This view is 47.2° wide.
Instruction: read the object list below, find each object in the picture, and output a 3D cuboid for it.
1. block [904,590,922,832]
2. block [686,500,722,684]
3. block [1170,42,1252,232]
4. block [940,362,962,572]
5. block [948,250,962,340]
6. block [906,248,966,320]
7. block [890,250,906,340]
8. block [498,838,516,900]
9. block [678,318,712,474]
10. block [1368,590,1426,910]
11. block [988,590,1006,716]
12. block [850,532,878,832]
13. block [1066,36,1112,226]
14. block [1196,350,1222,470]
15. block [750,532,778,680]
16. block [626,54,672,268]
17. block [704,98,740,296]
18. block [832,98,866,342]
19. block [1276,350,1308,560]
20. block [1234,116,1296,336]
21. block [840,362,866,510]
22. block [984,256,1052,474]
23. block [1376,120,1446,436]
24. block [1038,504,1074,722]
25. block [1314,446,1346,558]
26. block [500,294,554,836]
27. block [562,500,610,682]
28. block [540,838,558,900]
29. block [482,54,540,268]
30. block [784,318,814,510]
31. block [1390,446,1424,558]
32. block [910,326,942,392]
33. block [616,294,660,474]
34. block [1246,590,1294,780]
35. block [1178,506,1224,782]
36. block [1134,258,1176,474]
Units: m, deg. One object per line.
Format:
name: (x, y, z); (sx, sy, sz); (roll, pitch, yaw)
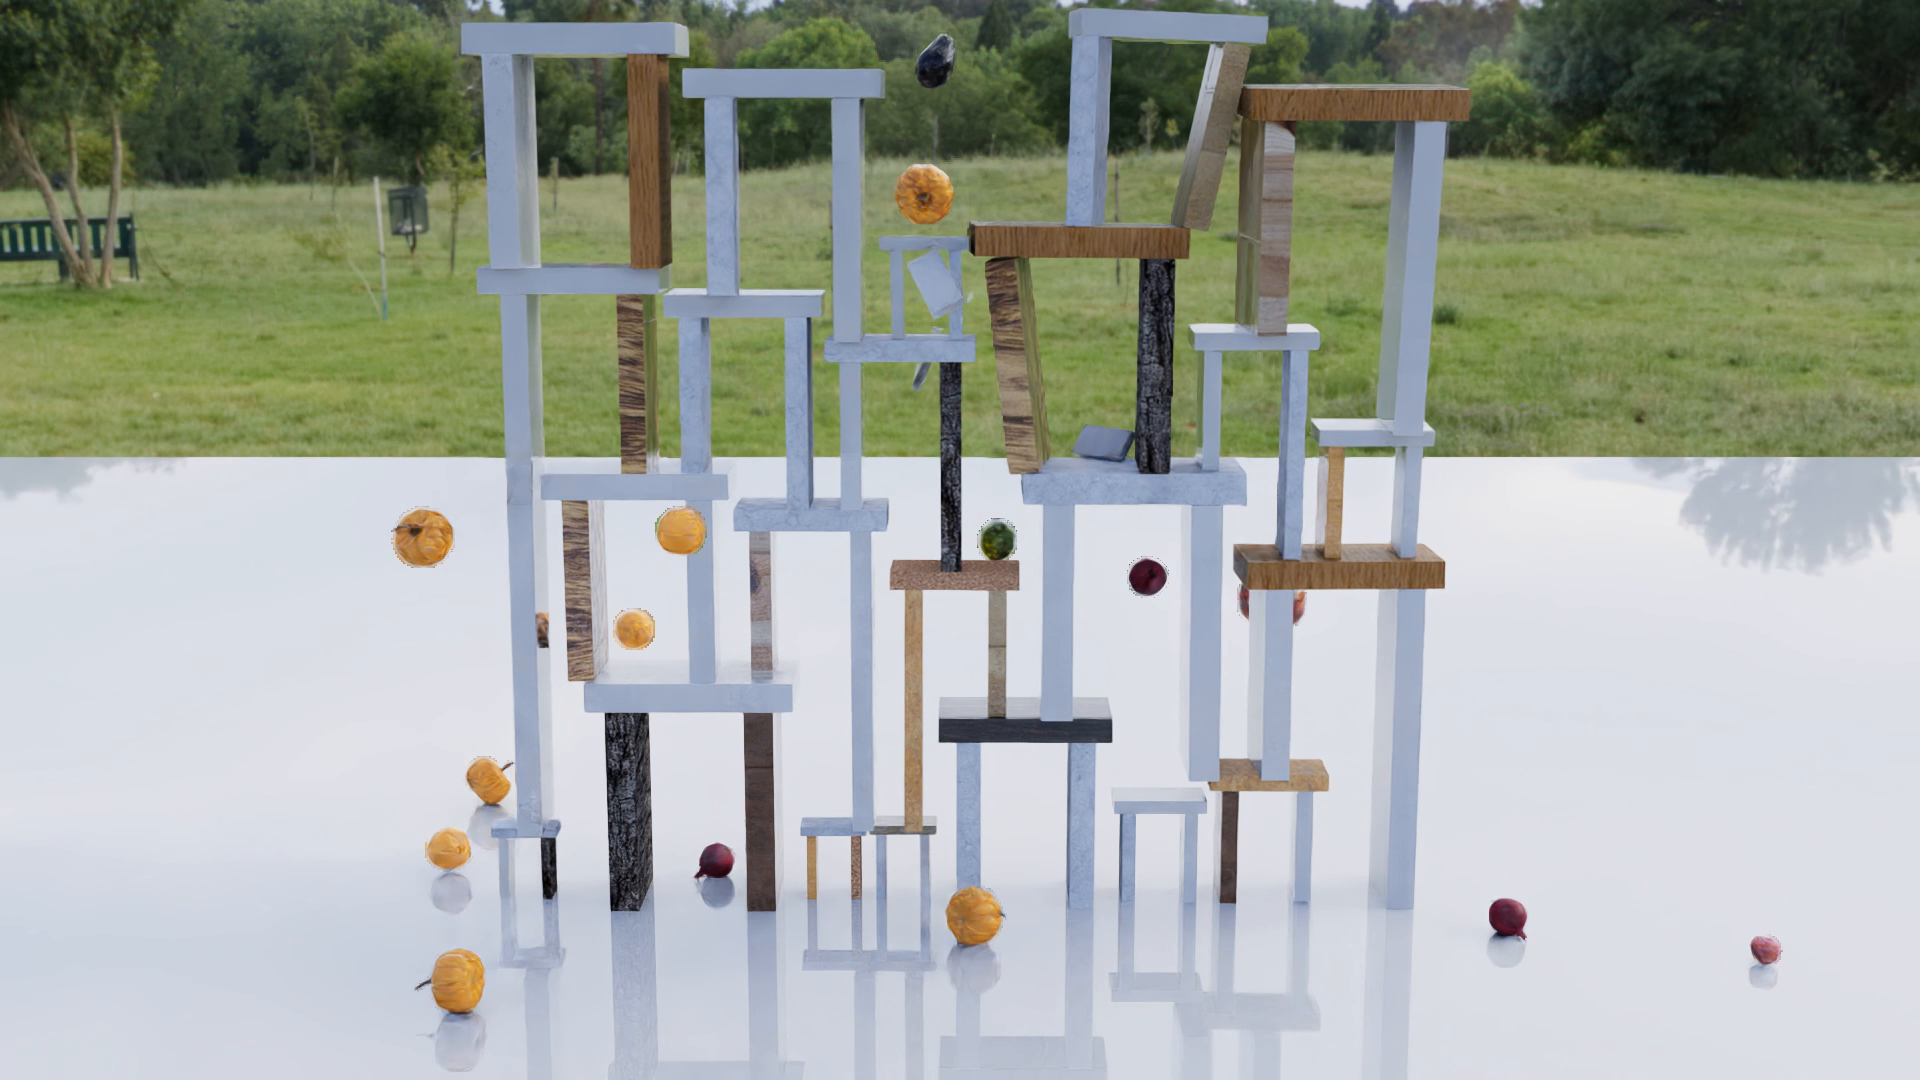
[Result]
block: (-0.076, 0.268, 3.606); (0.029, 0.402, 0.104); (0, 11, -1)
block: (-0.416, 0.070, 3.570); (0.042, 0.296, 0.148); (0, 11, -3)
block: (0.394, -0.636, 3.475); (0.041, 0.288, 0.144); (12, 10, -5)
block: (-0.014, -0.125, 3.538); (0.033, 0.336, 0.118); (0, 11, 0)
block: (-0.007, -0.390, 3.481); (0.020, 0.139, 0.070); (-1, 11, 0)
block: (-0.037, -0.388, 3.330); (0.053, 0.106, 0.015); (-28, -31, 4)
block: (-0.098, -0.390, 3.481); (0.020, 0.140, 0.070); (-1, 11, 1)
block: (-0.754, 0.538, 3.659); (0.015, 0.106, 0.053); (1, 11, 0)
block: (-0.423, -0.238, 3.513); (0.035, 0.246, 0.123); (0, 11, 0)
block: (0.719, 0.326, 3.624); (0.045, 0.535, 0.158); (0, 11, 0)
block: (0.061, 0.173, 3.586); (0.029, 0.208, 0.104); (0, 11, 1)
block: (-0.158, 0.220, 3.608); (0.034, 0.498, 0.122); (0, 11, 0)
block: (0.203, -0.641, 3.455); (0.041, 0.288, 0.144); (4, 11, 11)
block: (0.397, -0.216, 3.509); (0.028, 0.194, 0.097); (0, 14, 0)
block: (-0.319, 0.095, 3.583); (0.034, 0.243, 0.121); (0, 11, 0)
block: (-0.485, -0.592, 3.441); (0.046, 0.324, 0.162); (0, 11, -1)
block: (-0.373, -0.542, 3.460); (0.043, 0.301, 0.151); (0, 11, -3)
block: (-0.174, -0.505, 3.462); (0.043, 0.373, 0.151); (0, 11, 0)
block: (0.530, -0.144, 3.512); (0.028, 0.336, 0.097); (0, 14, 0)
block: (0.473, -0.492, 3.423); (0.046, 0.327, 0.163); (-1, 14, -5)
block: (-0.172, -0.174, 3.529); (0.033, 0.236, 0.118); (0, 11, 0)
block: (0.094, -0.284, 3.505); (0.047, 0.334, 0.167); (-5, 11, 10)
block: (0.704, -0.416, 3.442); (0.046, 0.483, 0.163); (1, 15, 1)
block: (0.156, 0.102, 3.580); (0.050, 0.351, 0.175); (0, 10, 0)
block: (0.595, -0.069, 3.540); (0.026, 0.182, 0.091); (0, 11, -1)
block: (-0.701, 0.037, 3.571); (0.040, 0.881, 0.141); (0, 11, -2)
block: (-0.609, 0.068, 3.581); (0.042, 0.296, 0.148); (0, 11, 0)
block: (-0.684, 0.538, 3.659); (0.015, 0.106, 0.053); (0, 11, 0)
block: (-0.701, -0.593, 3.445); (0.046, 0.324, 0.162); (0, 11, 1)
block: (-0.257, -0.208, 3.520); (0.035, 0.306, 0.123); (0, 11, 0)
block: (0.719, -0.071, 3.540); (0.026, 0.182, 0.091); (1, 15, 1)
block: (-0.056, -0.301, 3.658); (0.015, 0.106, 0.053); (18, 50, -7)
block: (-0.513, -0.256, 3.512); (0.040, 0.283, 0.141); (0, 11, 1)
block: (0.507, 0.219, 3.598); (0.045, 0.315, 0.158); (0, 11, -2)
block: (0.392, 0.151, 3.591); (0.050, 0.452, 0.175); (0, 11, 0)
block: (0.310, -0.283, 3.502); (0.047, 0.334, 0.167); (1, 11, 2)
